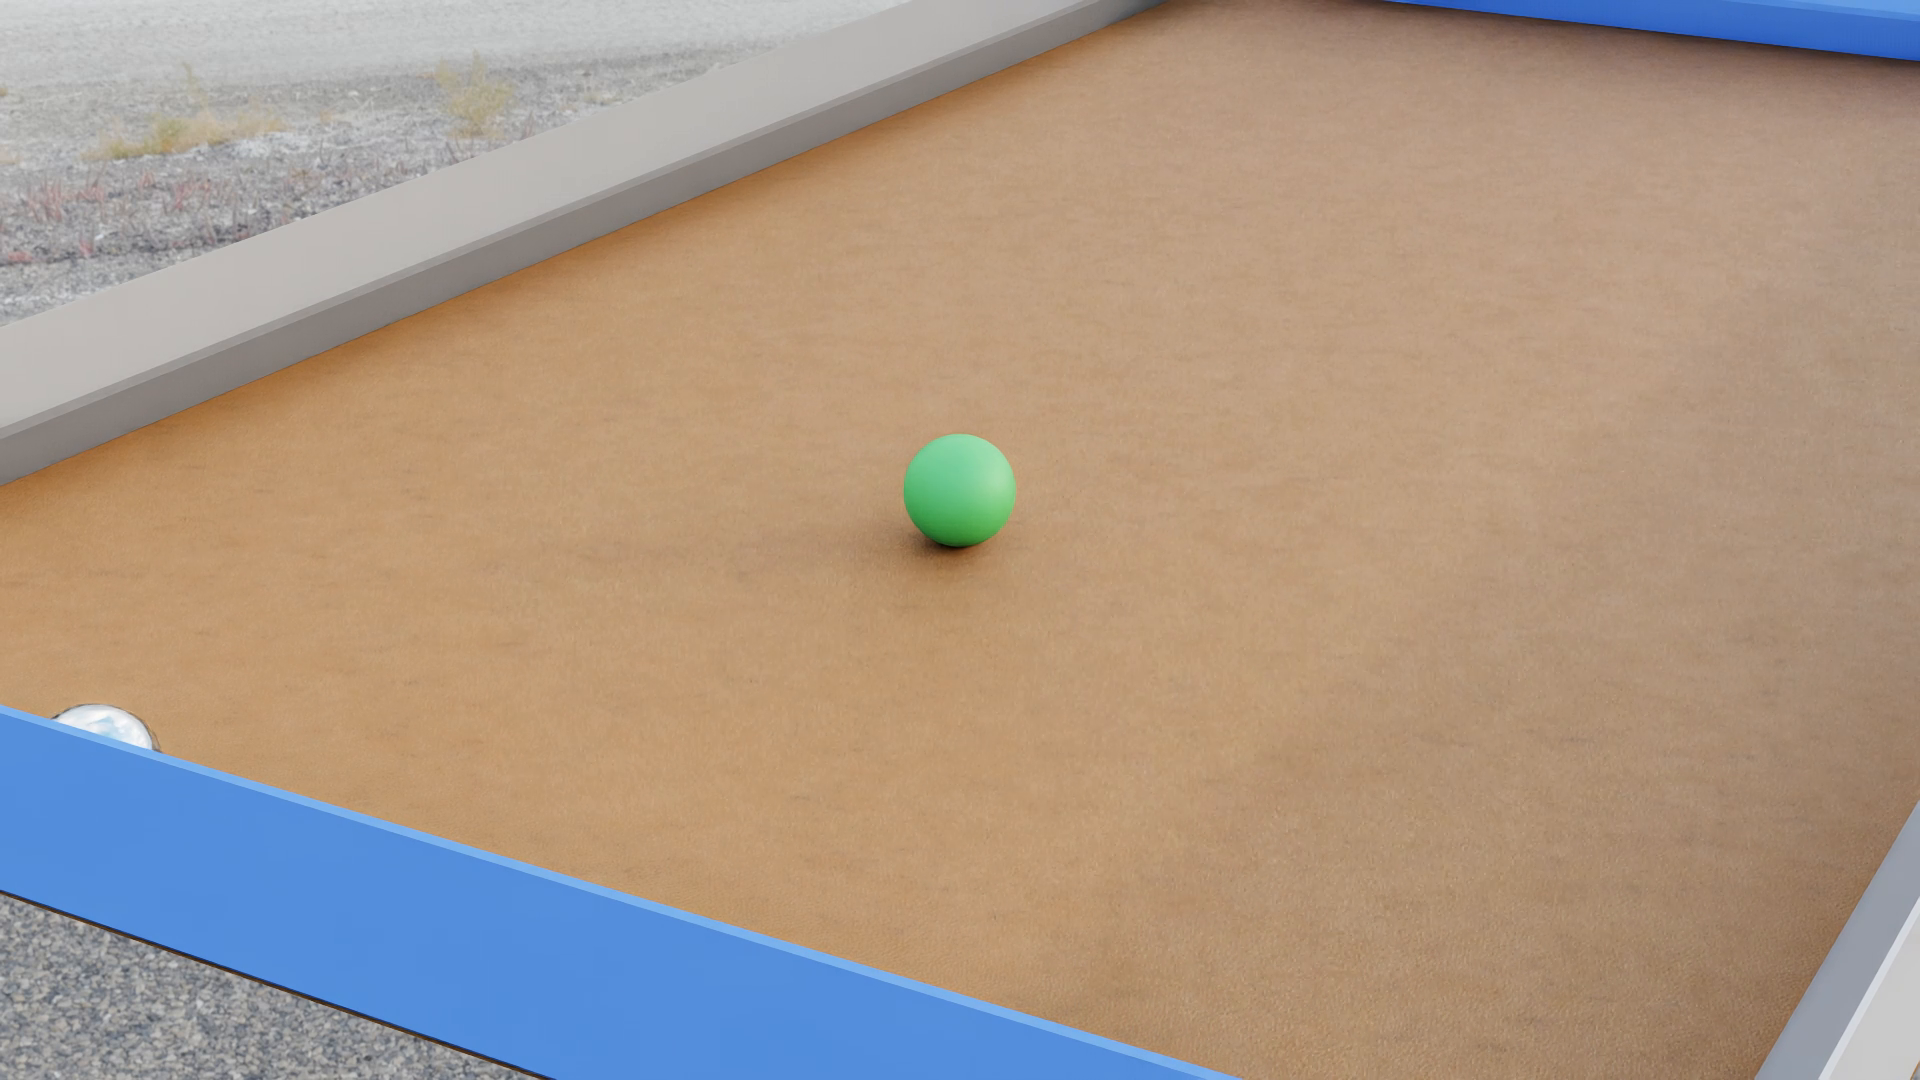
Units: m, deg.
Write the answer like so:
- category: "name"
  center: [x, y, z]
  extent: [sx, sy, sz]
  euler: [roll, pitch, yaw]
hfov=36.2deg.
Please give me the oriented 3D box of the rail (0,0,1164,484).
- category: "rail"
  center: [-0.284, -0.371, 2.861]
  extent: [0.045, 0.118, 2.583]
  euler: [12, 25, 27]

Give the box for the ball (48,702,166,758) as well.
- category: "ball"
  center: [-0.498, 0.133, 1.693]
  extent: [0.079, 0.079, 0.079]
  euler: [0, 22, 0]

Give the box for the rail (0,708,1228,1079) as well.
- category: "rail"
  center: [-0.310, 0.181, 1.523]
  extent: [1.446, 0.118, 0.045]
  euler: [12, 25, 27]

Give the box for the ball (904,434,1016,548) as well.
- category: "ball"
  center: [0.000, -0.035, 2.100]
  extent: [0.081, 0.081, 0.081]
  euler: [0, 22, 0]

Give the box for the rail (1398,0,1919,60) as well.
- category: "rail"
  center: [0.954, -0.658, 3.555]
  extent: [1.446, 0.118, 0.045]
  euler: [12, 25, 27]

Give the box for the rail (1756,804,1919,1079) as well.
- category: "rail"
  center: [0.928, -0.105, 2.217]
  extent: [0.045, 0.118, 2.583]
  euler: [12, 25, 27]
